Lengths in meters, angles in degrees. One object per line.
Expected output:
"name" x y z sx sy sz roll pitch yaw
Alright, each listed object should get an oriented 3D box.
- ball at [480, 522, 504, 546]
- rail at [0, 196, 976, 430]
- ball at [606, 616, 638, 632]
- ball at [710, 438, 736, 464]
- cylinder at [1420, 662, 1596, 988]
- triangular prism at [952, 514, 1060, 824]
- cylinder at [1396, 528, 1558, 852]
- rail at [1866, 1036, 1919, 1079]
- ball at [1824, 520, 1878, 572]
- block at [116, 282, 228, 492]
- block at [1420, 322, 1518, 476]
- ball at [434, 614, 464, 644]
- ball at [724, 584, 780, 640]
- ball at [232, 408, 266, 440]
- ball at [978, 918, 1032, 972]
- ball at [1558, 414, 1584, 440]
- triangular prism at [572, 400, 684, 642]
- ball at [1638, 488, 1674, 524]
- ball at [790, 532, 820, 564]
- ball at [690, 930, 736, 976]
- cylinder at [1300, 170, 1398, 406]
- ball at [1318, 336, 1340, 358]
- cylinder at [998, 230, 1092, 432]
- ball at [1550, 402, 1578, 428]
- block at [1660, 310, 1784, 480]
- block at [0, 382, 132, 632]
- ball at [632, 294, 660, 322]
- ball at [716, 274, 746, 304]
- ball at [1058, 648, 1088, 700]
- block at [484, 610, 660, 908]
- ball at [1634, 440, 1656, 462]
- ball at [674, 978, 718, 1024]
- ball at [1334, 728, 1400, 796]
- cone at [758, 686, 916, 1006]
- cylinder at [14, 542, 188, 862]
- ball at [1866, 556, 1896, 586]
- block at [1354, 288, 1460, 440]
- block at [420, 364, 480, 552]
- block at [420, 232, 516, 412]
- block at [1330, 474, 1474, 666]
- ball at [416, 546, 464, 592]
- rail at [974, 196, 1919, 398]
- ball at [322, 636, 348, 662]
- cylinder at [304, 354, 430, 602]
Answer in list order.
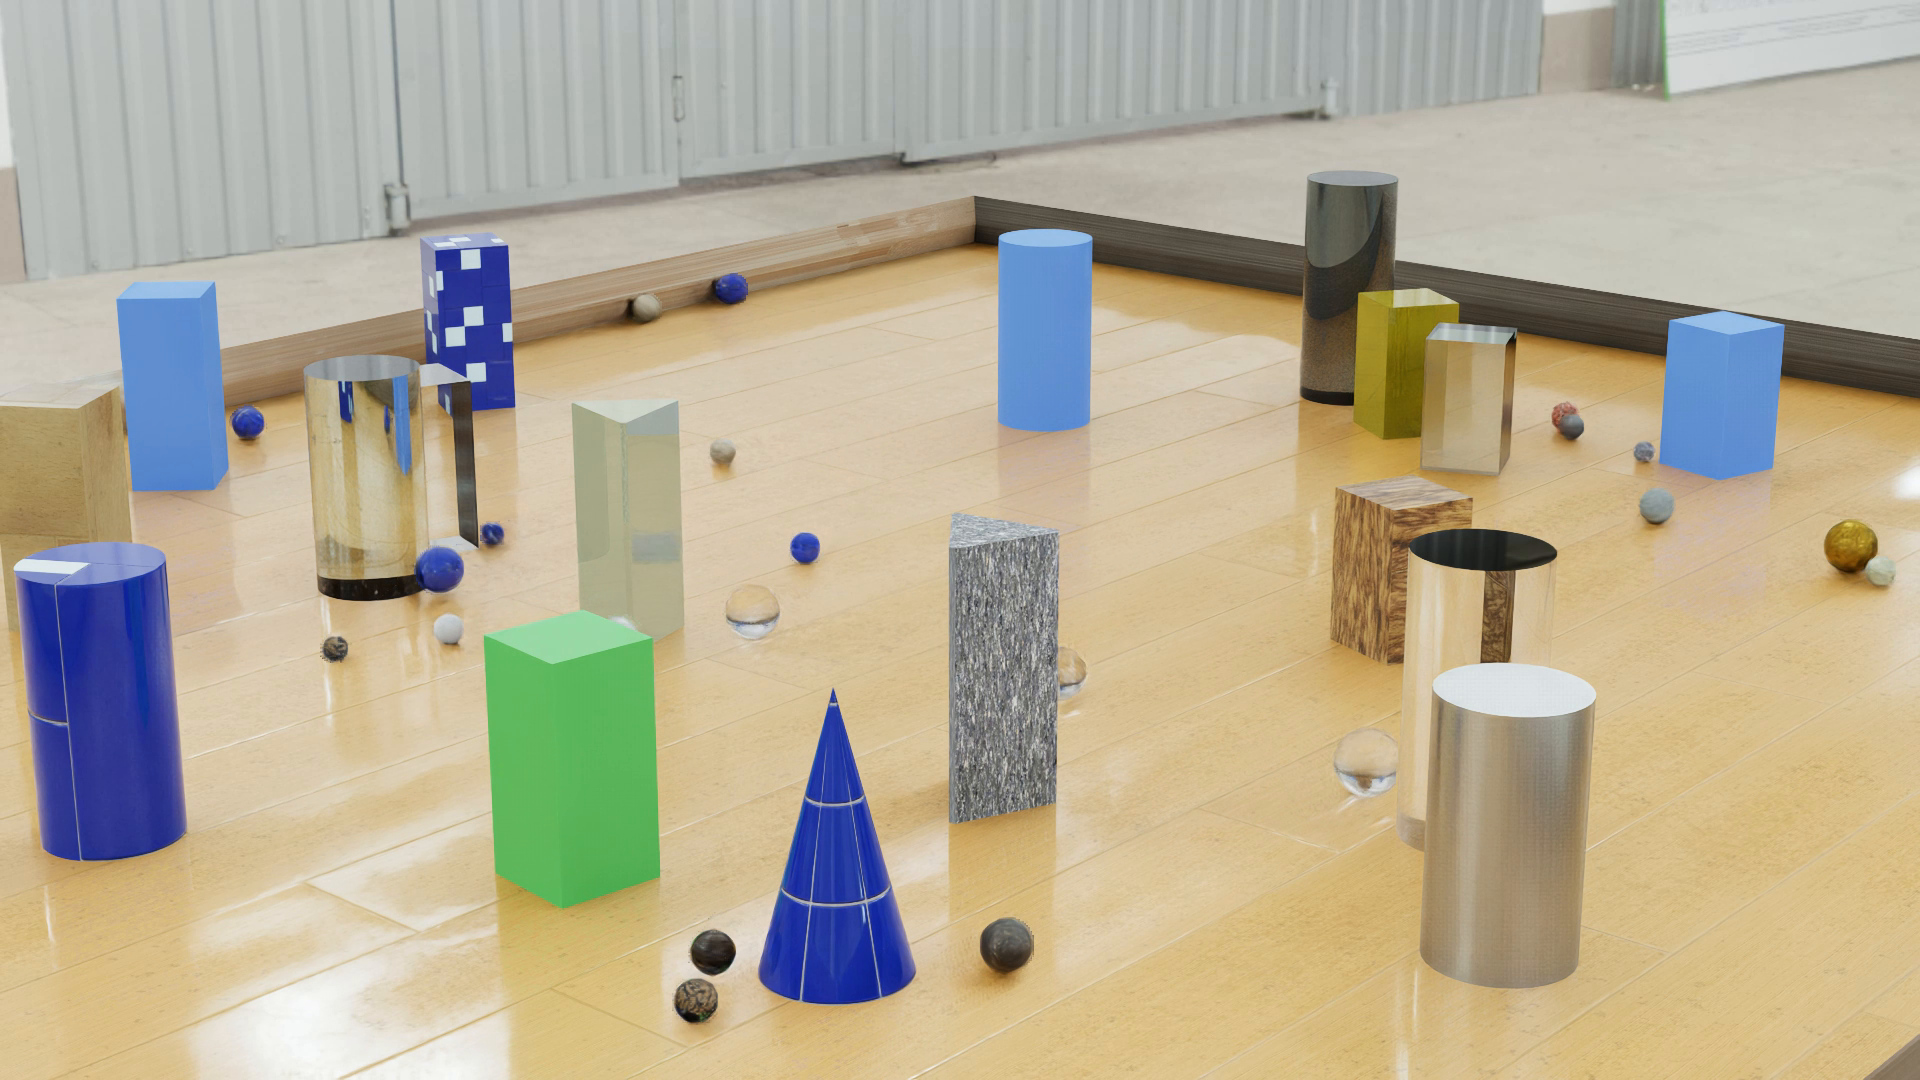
"ball" -0.864 -0.012 5.419 0.043 0.043 0.043 0 17 0
"rail" -1.562 -0.359 6.418 0.045 0.129 4.937 14 22 39
"ball" -0.561 0.163 4.784 0.075 0.075 0.075 0 17 0
"ball" -0.482 -0.180 5.957 0.054 0.054 0.054 0 17 0
"cylinder" 0.682 0.354 3.660 0.199 0.356 0.199 0 17 0
"triangular prism" 0.028 0.174 4.173 0.172 0.405 0.149 -9 19 -27
"cylinder" 0.709 0.211 4.035 0.199 0.414 0.199 0 17 0
"rail" 1.562 0.423 3.822 0.045 0.129 4.937 14 22 39
"ball" 1.596 0.011 5.253 0.095 0.095 0.095 0 17 0
"block" -1.554 -0.305 5.798 0.159 0.386 0.159 -1 17 -3
"block" 1.029 -0.286 5.936 0.159 0.270 0.159 5 18 18
"ball" -0.850 0.147 4.877 0.051 0.051 0.051 0 17 0
"ball" -0.347 0.119 4.899 0.093 0.093 0.093 0 17 0
"ball" -1.492 -0.245 6.150 0.067 0.067 0.067 0 17 0
"ball" 0.057 0.506 3.659 0.067 0.067 0.067 0 17 0
"ball" 1.282 -0.238 6.149 0.055 0.055 0.055 0 17 0
"triangular prism" -0.530 -0.033 4.880 0.149 0.394 0.172 -12 20 -34
"ball" 1.319 -0.064 5.552 0.066 0.066 0.066 0 17 0
"ball" -0.280 0.013 5.311 0.057 0.057 0.057 0 17 0
"ball" -0.307 0.513 3.643 0.057 0.057 0.057 0 17 0
"cylinder" 0.855 -0.556 6.457 0.199 0.486 0.199 0 17 0
"ball" 0.866 -0.453 6.870 0.052 0.052 0.052 0 17 0
"cylinder" 0.181 -0.449 6.256 0.199 0.397 0.199 0 17 0
"ball" 1.284 -0.262 6.221 0.059 0.059 0.059 0 17 0
"block" 1.535 -0.293 5.912 0.159 0.297 0.159 -11 20 -33
"block" -1.512 -0.053 4.948 0.159 0.394 0.159 3 17 9
"ball" -0.774 -0.570 7.228 0.069 0.069 0.069 0 17 0
"ball" -0.582 -0.635 7.429 0.076 0.076 0.076 0 17 0
"ball" 0.159 0.210 4.616 0.082 0.082 0.082 0 17 0
"block" -0.516 0.289 3.906 0.159 0.340 0.159 -14 22 -40
"ball" 1.396 -0.181 5.983 0.043 0.043 0.043 0 17 0
"ball" -0.317 0.554 3.524 0.054 0.054 0.054 0 17 0
"ball" 0.587 0.320 4.220 0.099 0.099 0.099 0 17 0
"cone" -0.154 0.358 3.612 0.199 0.377 0.199 0 17 0
"cylinder" -1.180 0.221 4.036 0.199 0.396 0.199 0 17 0
"ball" 1.628 0.054 5.184 0.053 0.053 0.053 0 17 0
"block" 0.943 -0.374 6.205 0.159 0.283 0.159 -5 17 -15
"block" -0.995 -0.144 5.381 0.159 0.319 0.159 -10 19 -29
"block" -1.076 -0.476 6.412 0.159 0.360 0.159 -7 18 -21
"block" 0.727 0.048 4.838 0.159 0.264 0.159 -9 19 -28
"ball" -0.908 0.051 5.125 0.082 0.082 0.082 0 17 0
"rail" 1.603 -0.500 6.887 4.183 0.129 0.045 14 22 39
"ball" -1.021 0.178 4.790 0.043 0.043 0.043 0 17 0
"cylinder" -1.037 -0.110 5.139 0.199 0.393 0.199 0 17 0
